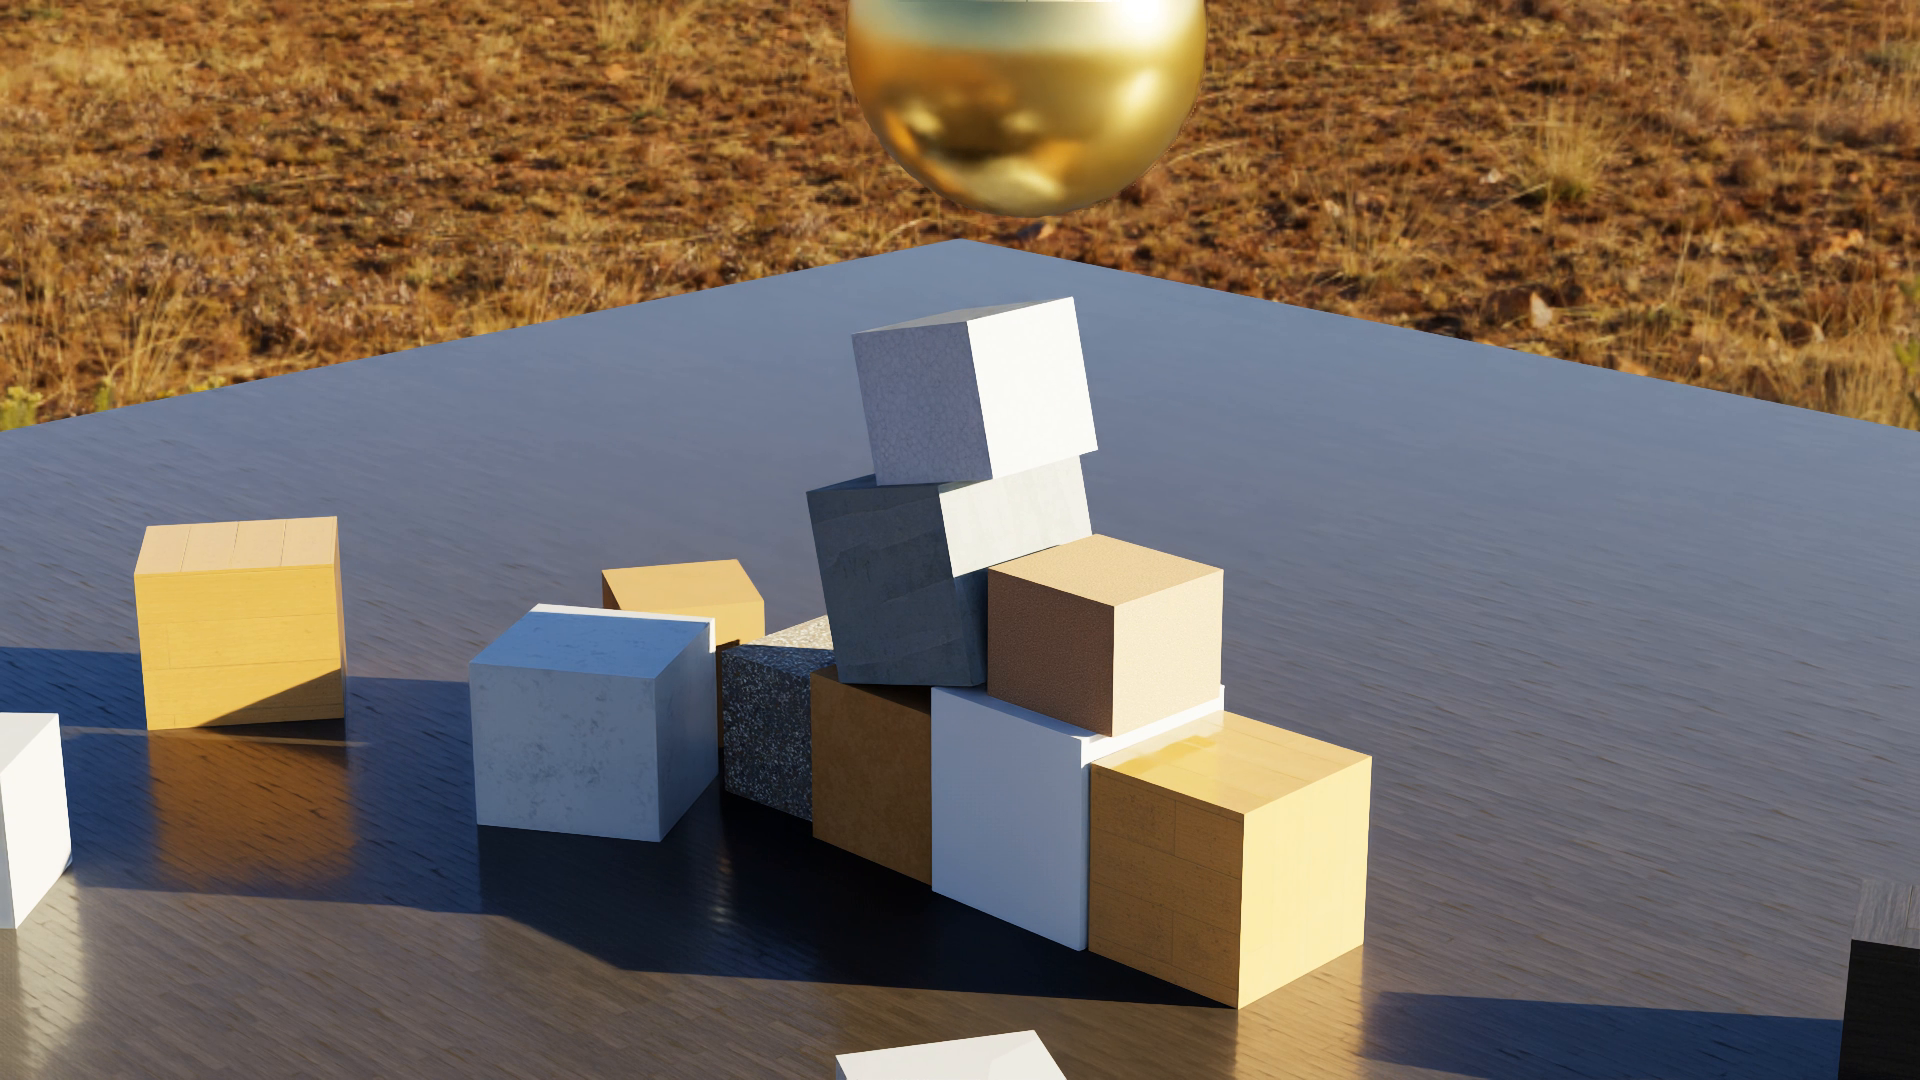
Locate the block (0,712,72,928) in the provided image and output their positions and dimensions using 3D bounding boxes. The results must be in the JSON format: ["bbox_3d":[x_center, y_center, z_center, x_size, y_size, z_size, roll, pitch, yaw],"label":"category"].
[{"bbox_3d":[-4.503,1.246,13.159,0.736,0.732,0.734,1,17,3],"label":"block"}]

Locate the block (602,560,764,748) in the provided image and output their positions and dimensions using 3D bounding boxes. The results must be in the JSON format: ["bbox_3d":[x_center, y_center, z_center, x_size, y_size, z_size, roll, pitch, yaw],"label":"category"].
[{"bbox_3d":[-1.429,0.599,15.159,0.716,0.768,0.713,-5,18,-14],"label":"block"}]

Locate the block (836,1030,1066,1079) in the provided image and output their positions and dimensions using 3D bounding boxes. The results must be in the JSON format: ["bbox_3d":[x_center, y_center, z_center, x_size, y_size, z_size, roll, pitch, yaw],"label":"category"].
[{"bbox_3d":[0.007,2.200,10.380,0.744,0.579,0.713,-5,18,-15],"label":"block"}]

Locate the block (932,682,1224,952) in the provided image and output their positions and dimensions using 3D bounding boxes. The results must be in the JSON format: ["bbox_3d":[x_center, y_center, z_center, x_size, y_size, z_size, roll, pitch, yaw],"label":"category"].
[{"bbox_3d":[0.523,1.117,13.156,0.905,0.980,0.934,17,24,42],"label":"block"}]

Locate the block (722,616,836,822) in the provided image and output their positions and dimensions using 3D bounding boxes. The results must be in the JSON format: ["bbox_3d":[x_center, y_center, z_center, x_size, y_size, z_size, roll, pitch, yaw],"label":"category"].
[{"bbox_3d":[-0.642,0.877,14.345,0.731,0.724,0.724,15,23,39],"label":"block"}]

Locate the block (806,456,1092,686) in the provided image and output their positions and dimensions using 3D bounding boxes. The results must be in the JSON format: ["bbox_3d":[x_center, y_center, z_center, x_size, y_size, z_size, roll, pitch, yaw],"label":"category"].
[{"bbox_3d":[-0.010,0.117,13.413,0.891,0.898,0.884,-17,10,-42],"label":"block"}]

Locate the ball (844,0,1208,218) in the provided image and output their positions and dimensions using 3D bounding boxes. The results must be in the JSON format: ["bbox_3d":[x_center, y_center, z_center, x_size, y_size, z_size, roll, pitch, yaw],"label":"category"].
[{"bbox_3d":[0.290,-2.227,12.946,1.600,1.600,1.600,0,17,0],"label":"ball"}]

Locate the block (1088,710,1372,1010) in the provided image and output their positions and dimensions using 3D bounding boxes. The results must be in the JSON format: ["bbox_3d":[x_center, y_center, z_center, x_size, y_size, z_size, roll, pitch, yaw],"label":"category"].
[{"bbox_3d":[1.155,1.349,12.595,0.823,0.873,0.874,16,23,41],"label":"block"}]

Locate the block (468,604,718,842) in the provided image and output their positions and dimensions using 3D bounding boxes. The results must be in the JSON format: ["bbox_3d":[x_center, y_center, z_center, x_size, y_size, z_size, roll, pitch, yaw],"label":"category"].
[{"bbox_3d":[-1.757,0.871,14.206,0.921,0.820,0.889,4,18,13],"label":"block"}]

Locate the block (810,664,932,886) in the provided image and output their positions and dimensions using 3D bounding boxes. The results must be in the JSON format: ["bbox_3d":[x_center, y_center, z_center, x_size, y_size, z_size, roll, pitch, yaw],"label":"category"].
[{"bbox_3d":[-0.107,1.007,13.762,0.825,0.827,0.841,17,24,42],"label":"block"}]

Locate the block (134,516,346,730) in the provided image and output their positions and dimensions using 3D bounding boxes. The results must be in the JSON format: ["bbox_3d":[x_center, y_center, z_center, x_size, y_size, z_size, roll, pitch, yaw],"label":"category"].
[{"bbox_3d":[-3.798,0.429,15.563,0.999,0.849,0.846,-3,18,-10],"label":"block"}]

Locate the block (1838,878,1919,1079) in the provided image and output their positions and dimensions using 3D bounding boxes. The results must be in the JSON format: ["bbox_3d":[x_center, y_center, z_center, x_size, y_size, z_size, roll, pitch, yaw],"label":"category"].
[{"bbox_3d":[3.854,1.793,11.578,0.651,0.636,0.614,6,19,20],"label":"block"}]

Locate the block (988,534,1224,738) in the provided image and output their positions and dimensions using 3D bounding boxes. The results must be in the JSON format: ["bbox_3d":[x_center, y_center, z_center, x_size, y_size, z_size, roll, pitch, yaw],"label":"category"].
[{"bbox_3d":[0.631,0.406,12.803,0.739,0.589,0.702,17,24,42],"label":"block"}]

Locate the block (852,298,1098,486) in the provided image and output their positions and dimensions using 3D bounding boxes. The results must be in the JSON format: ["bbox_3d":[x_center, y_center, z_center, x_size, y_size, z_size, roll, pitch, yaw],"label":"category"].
[{"bbox_3d":[0.064,-0.660,13.061,0.736,0.689,0.676,-2,11,45],"label":"block"}]
